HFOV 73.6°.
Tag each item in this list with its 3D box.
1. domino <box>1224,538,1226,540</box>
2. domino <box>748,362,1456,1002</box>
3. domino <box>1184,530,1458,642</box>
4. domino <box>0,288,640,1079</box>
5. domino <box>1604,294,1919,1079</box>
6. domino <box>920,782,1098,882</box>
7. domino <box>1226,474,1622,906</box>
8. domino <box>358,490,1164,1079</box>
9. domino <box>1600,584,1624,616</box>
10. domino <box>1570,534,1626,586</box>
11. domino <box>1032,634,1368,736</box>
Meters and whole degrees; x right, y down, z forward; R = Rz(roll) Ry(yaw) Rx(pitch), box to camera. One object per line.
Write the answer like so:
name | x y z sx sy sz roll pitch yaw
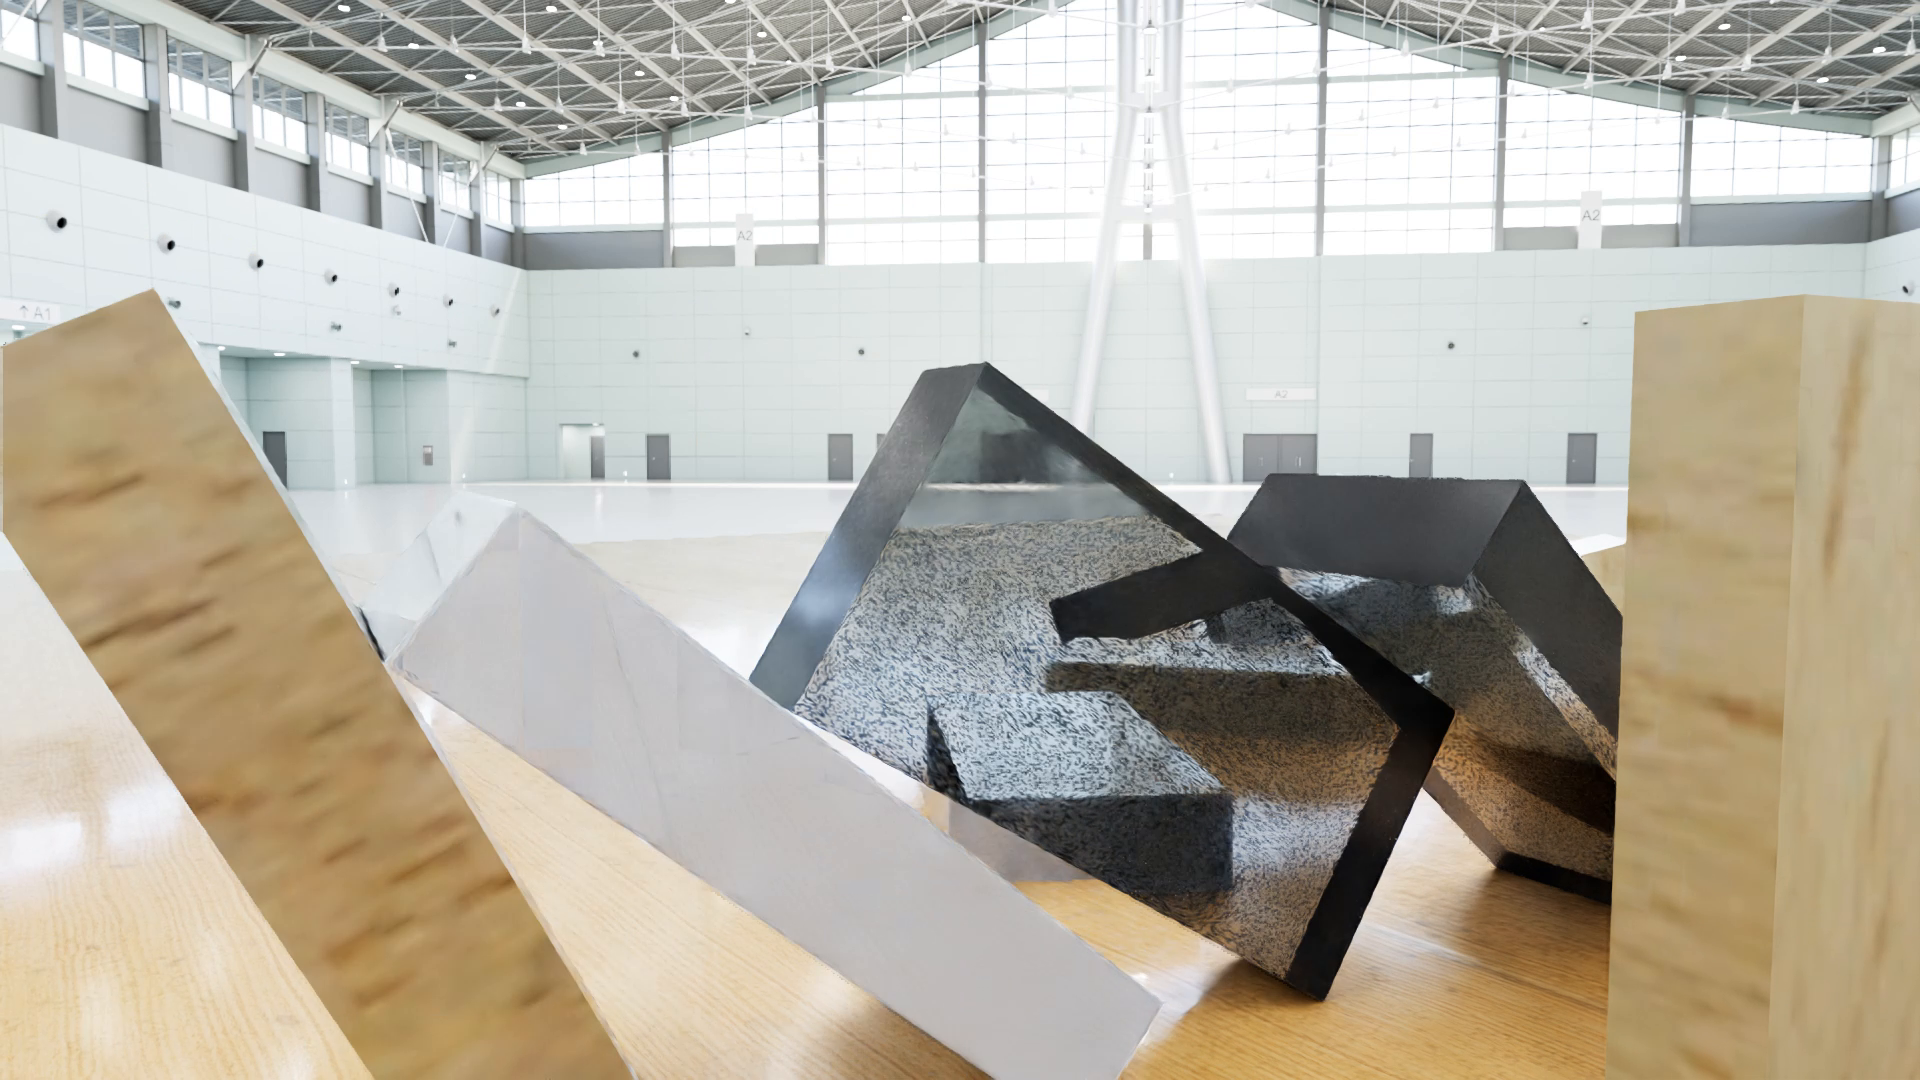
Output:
domino | 0.043 0.010 0.268 0.050 0.010 0.025 -17 3 -7
domino | 0.013 0.012 0.094 0.050 0.025 0.010 33 -11 -25
domino | 0.075 0.010 0.269 0.050 0.010 0.025 -17 3 2
domino | -0.033 0.013 0.070 0.010 0.050 0.025 -31 17 -23
domino | 0.052 0.012 0.076 0.025 0.050 0.010 -2 5 -25
domino | 0.009 0.027 0.150 0.025 0.010 0.050 0 4 -6
domino | 0.046 0.014 0.109 0.050 0.009 0.025 44 -17 -25
domino | -0.013 0.017 0.081 0.050 0.010 0.025 42 -15 -23
domino | 0.073 0.018 0.122 0.050 0.010 0.025 27 -10 -29
domino | 0.106 0.011 0.257 0.050 0.009 0.025 -17 -1 18
domino | 0.039 0.022 0.205 0.050 0.010 0.025 1 4 16
